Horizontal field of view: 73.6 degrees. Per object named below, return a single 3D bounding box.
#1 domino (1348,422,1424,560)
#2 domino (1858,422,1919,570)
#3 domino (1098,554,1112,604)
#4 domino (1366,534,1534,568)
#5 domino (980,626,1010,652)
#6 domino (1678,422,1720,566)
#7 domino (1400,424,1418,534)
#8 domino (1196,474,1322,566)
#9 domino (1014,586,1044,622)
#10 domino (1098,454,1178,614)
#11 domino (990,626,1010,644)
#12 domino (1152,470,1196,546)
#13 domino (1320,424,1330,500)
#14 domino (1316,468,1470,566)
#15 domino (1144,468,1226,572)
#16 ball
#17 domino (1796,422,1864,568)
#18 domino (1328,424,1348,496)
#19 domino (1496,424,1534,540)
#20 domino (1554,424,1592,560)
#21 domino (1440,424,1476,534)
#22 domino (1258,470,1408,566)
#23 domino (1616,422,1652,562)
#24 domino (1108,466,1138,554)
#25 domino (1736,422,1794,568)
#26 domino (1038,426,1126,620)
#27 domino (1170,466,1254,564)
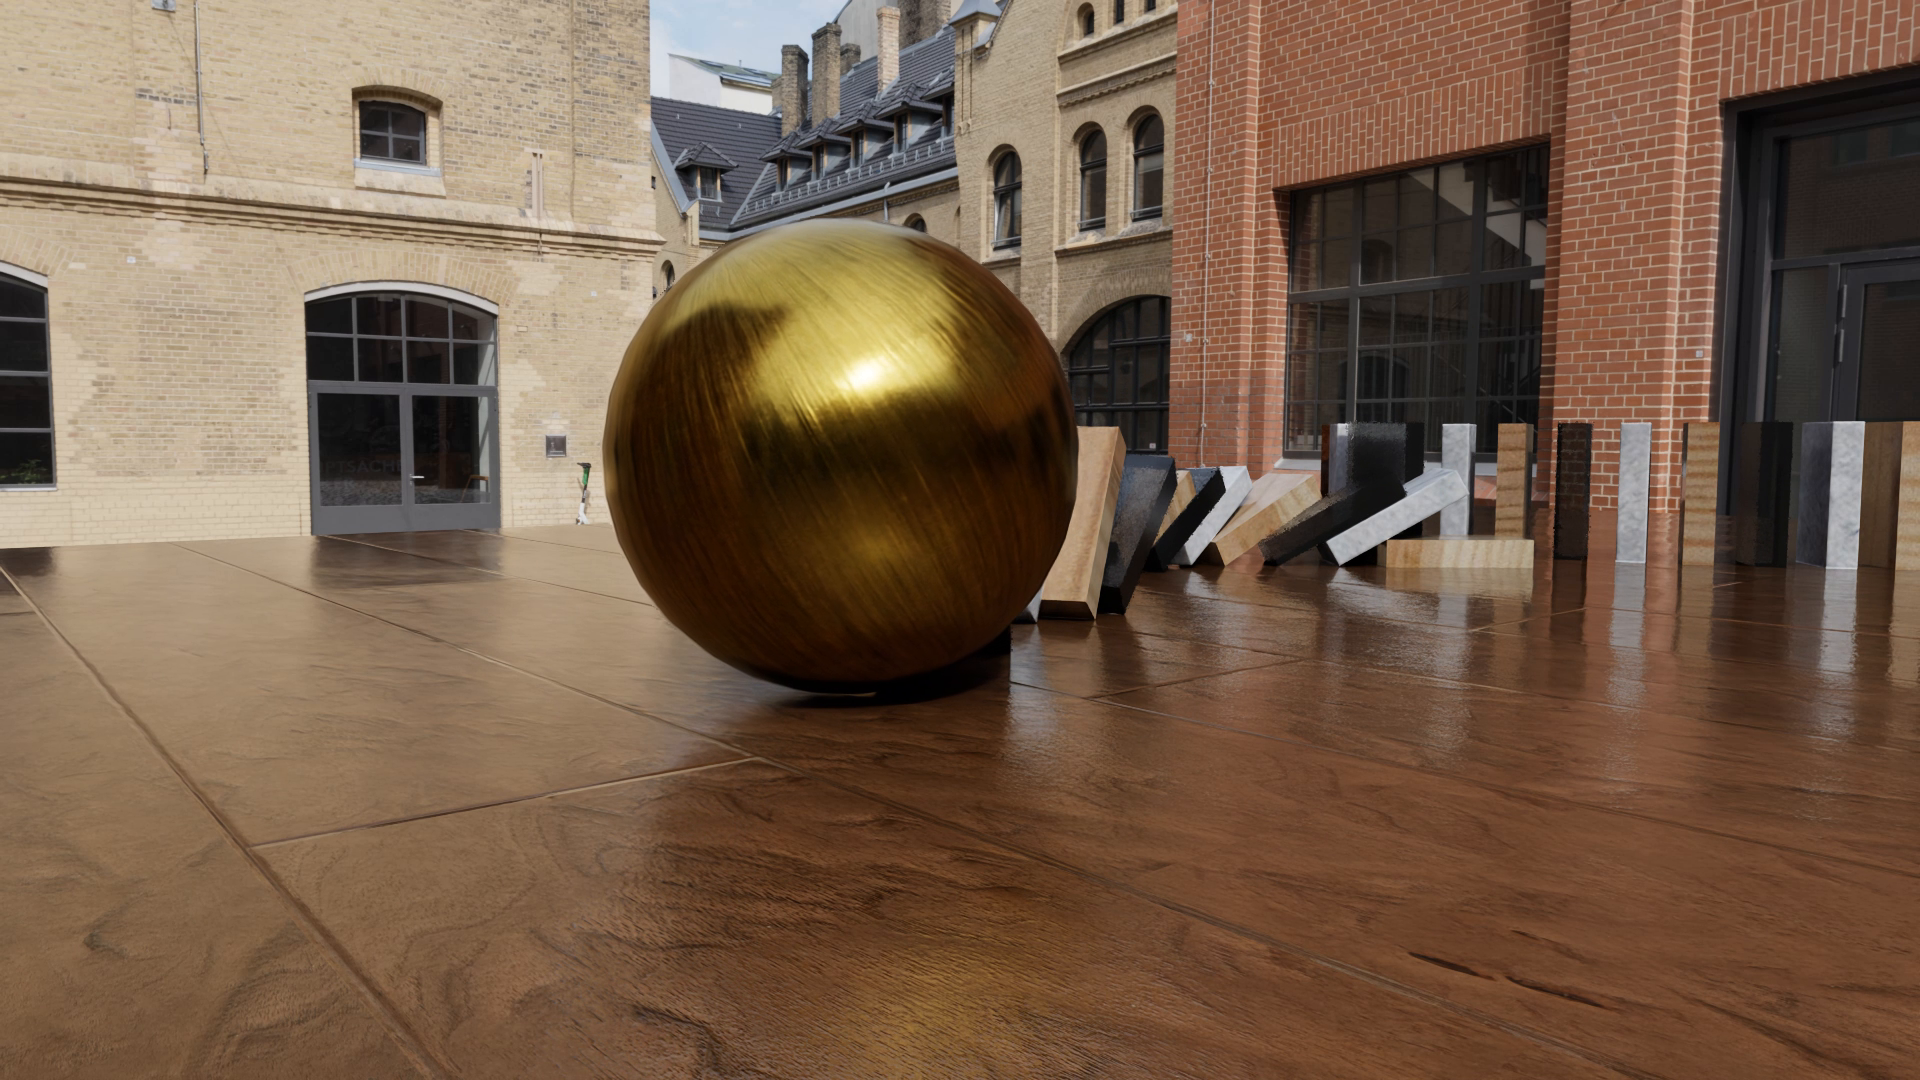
[{"bbox_3d":[0.156,-0.018,0.471,0.025,0.050,0.009,0,4,5],"label":"domino"},{"bbox_3d":[0.324,-0.016,0.444,0.009,0.050,0.025,1,4,9],"label":"domino"},{"bbox_3d":[0.028,-0.001,0.359,0.025,0.009,0.050,0,35,0],"label":"domino"},{"bbox_3d":[0.173,0.004,0.454,0.050,0.010,0.025,0,4,2],"label":"domino"},{"bbox_3d":[-0.002,-0.001,0.271,0.025,0.050,0.010,0,-30,2],"label":"domino"},{"bbox_3d":[0.265,-0.017,0.461,0.010,0.050,0.025,2,5,26],"label":"domino"},{"bbox_3d":[0.176,-0.021,0.509,0.009,0.050,0.025,1,5,19],"label":"domino"},{"bbox_3d":[0.104,-0.008,0.467,0.050,0.010,0.025,-32,18,-22],"label":"domino"},{"bbox_3d":[0.010,-0.005,0.317,0.025,0.050,0.009,1,-29,22],"label":"domino"},{"bbox_3d":[0.038,-0.003,0.338,0.025,0.009,0.050,7,46,24],"label":"domino"},{"bbox_3d":[-0.002,-0.002,0.282,0.025,0.050,0.009,0,-30,2],"label":"domino"},{"bbox_3d":[0.056,-0.006,0.430,0.025,0.009,0.050,4,36,40],"label":"domino"},{"bbox_3d":[0.157,-0.021,0.508,0.025,0.050,0.009,3,5,35],"label":"domino"},{"bbox_3d":[0.151,-0.009,0.454,0.050,0.010,0.025,-30,3,5],"label":"domino"},{"bbox_3d":[0.069,-0.008,0.445,0.025,0.010,0.050,2,35,40],"label":"domino"},{"bbox_3d":[-0.020,-0.014,0.219,0.080,0.080,0.080,0,4,0],"label":"ball"},{"bbox_3d":[0.304,-0.016,0.448,0.009,0.050,0.025,1,4,13],"label":"domino"},{"bbox_3d":[0.154,-0.019,0.488,0.025,0.050,0.009,0,4,-1],"label":"domino"},{"bbox_3d":[0.212,-0.019,0.491,0.010,0.050,0.025,2,5,30],"label":"domino"},{"bbox_3d":[0.230,-0.018,0.480,0.009,0.050,0.025,3,5,30],"label":"domino"},{"bbox_3d":[0.194,-0.020,0.500,0.009,0.050,0.025,2,5,28],"label":"domino"},{"bbox_3d":[0.131,-0.008,0.456,0.050,0.009,0.025,-30,2,5],"label":"domino"},{"bbox_3d":[0.247,-0.018,0.470,0.009,0.050,0.025,2,5,29],"label":"domino"},{"bbox_3d":[0.038,-0.006,0.416,0.025,0.010,0.050,2,37,25],"label":"domino"},{"bbox_3d":[0.284,-0.016,0.453,0.009,0.050,0.025,1,5,18],"label":"domino"},{"bbox_3d":[0.025,-0.005,0.323,0.025,0.050,0.010,2,-29,22],"label":"domino"},{"bbox_3d":[0.082,-0.009,0.460,0.025,0.010,0.050,0,34,42],"label":"domino"}]
